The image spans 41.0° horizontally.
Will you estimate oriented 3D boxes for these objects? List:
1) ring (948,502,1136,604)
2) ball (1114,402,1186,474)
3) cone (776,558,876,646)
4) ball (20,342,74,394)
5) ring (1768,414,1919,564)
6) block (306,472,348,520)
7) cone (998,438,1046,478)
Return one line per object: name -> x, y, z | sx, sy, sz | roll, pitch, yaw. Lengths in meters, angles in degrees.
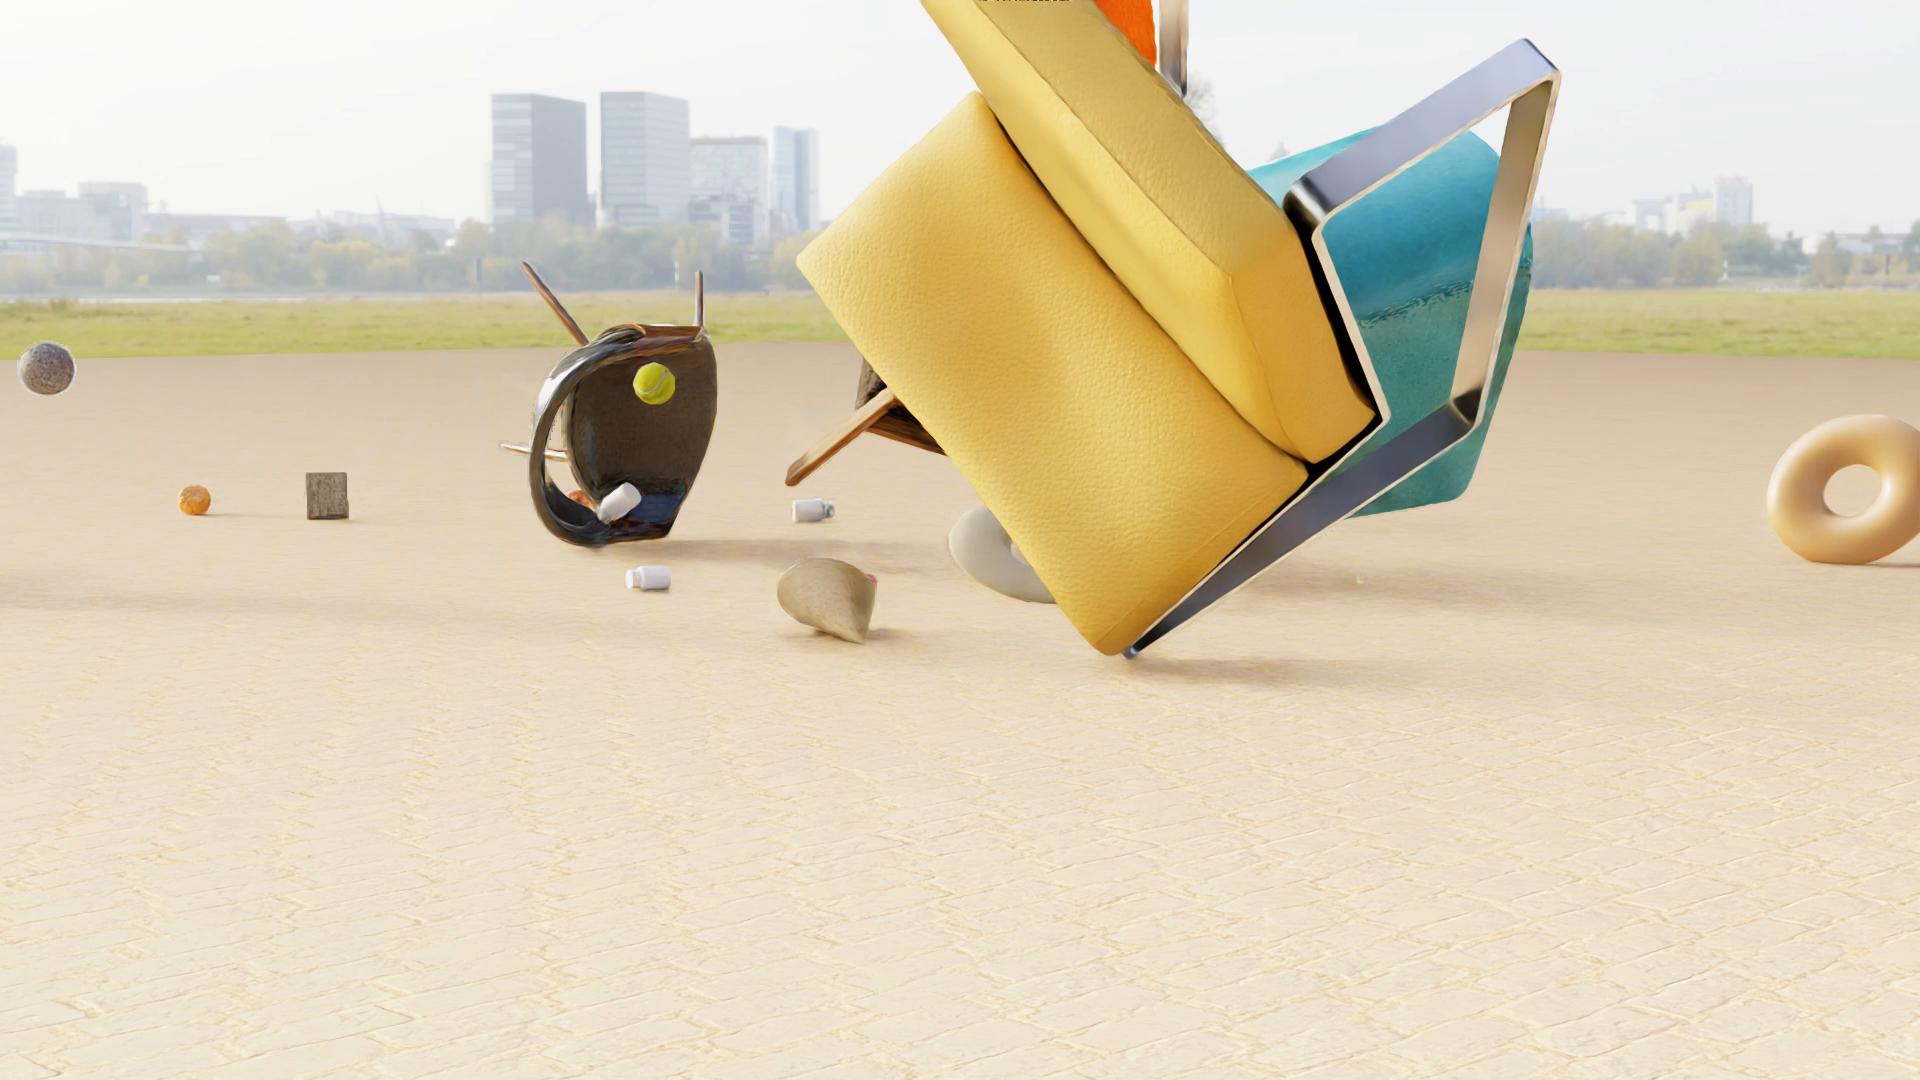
ring -> 0.167, 0.026, 5.227 | 0.393, 0.225, 0.050 | 12, -24, 9
ball -> 0.629, -0.335, 8.498 | 0.240, 0.240, 0.240 | 0, 6, 0
cone -> -0.209, 0.145, 4.662 | 0.204, 0.140, 0.215 | 17, 17, -29
ball -> -2.381, -0.446, 6.690 | 0.136, 0.136, 0.136 | 0, 6, 0
ring -> 2.049, -0.116, 5.885 | 0.407, 0.349, 0.075 | -22, -22, 35
block -> -1.713, -0.119, 6.942 | 0.109, 0.119, 0.049 | -2, -13, -15
cone -> 0.223, -0.235, 8.373 | 0.181, 0.094, 0.188 | -15, -31, -31
